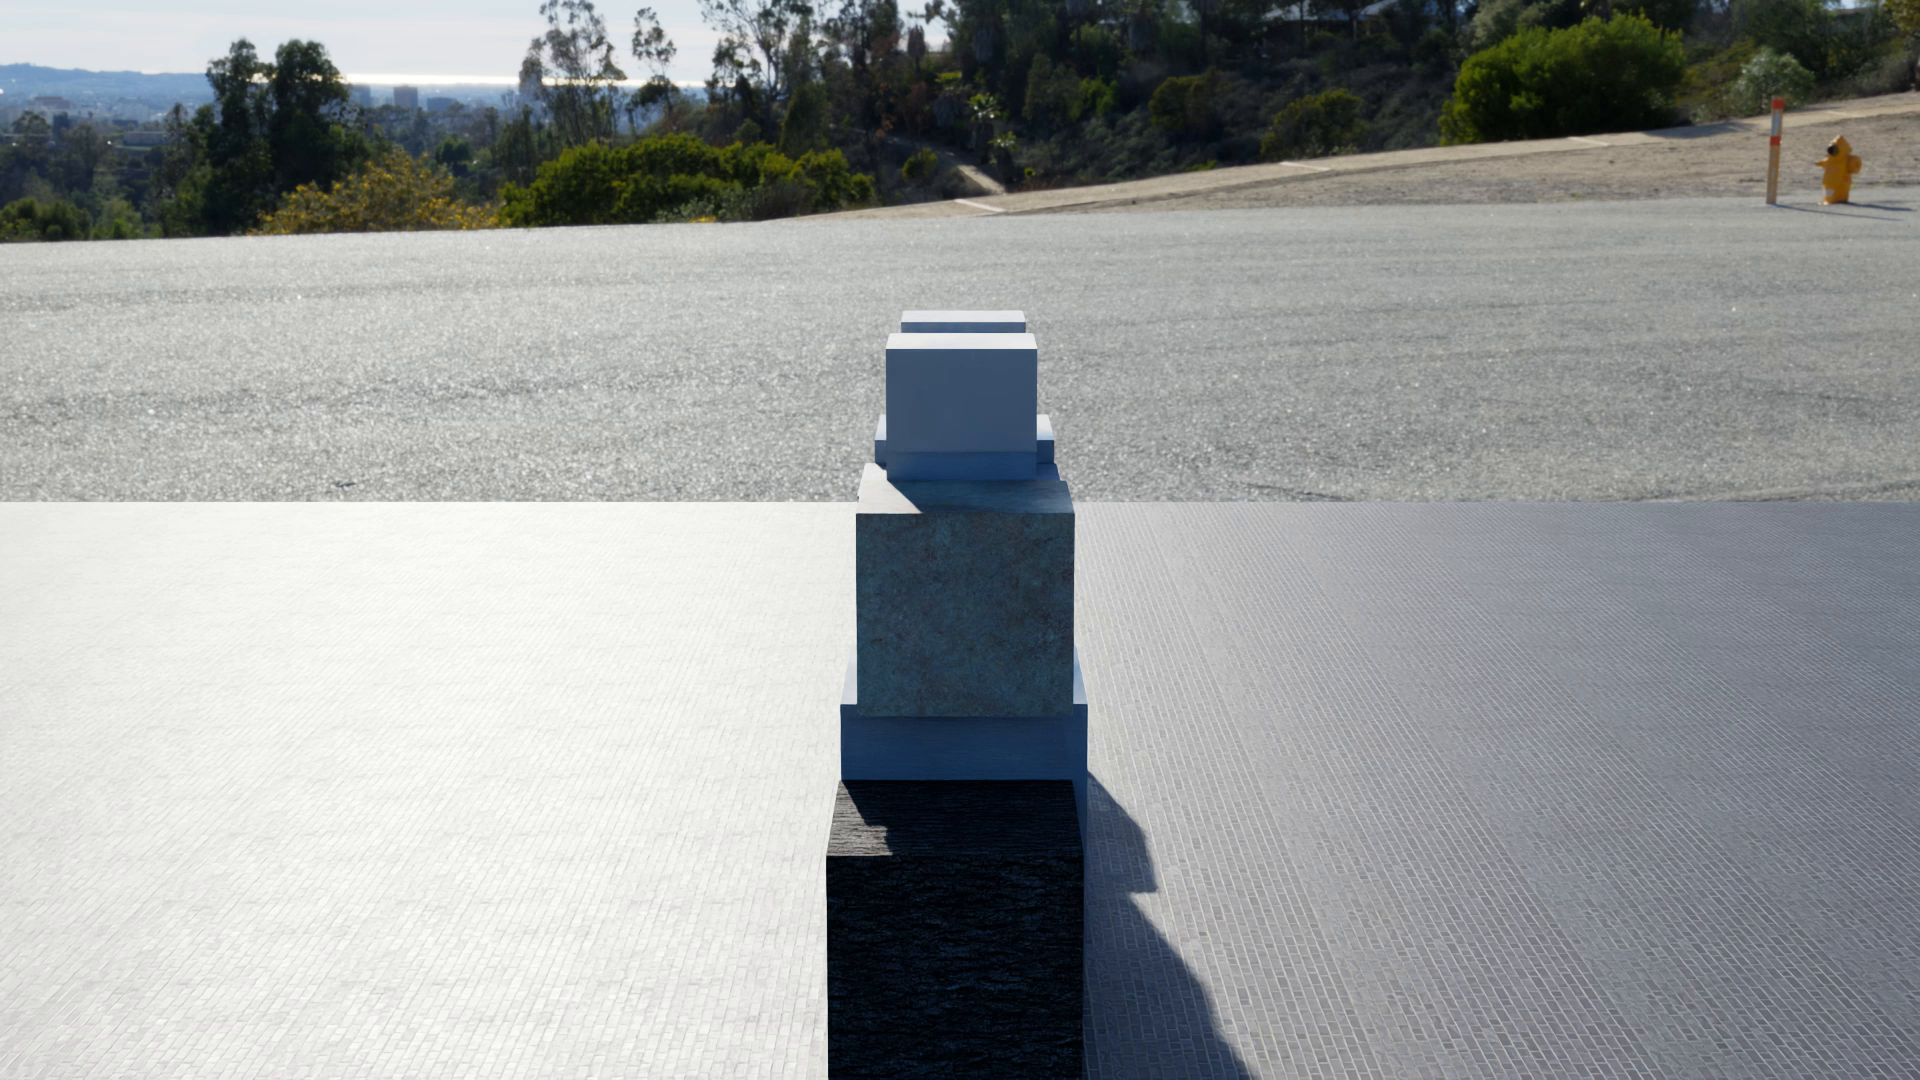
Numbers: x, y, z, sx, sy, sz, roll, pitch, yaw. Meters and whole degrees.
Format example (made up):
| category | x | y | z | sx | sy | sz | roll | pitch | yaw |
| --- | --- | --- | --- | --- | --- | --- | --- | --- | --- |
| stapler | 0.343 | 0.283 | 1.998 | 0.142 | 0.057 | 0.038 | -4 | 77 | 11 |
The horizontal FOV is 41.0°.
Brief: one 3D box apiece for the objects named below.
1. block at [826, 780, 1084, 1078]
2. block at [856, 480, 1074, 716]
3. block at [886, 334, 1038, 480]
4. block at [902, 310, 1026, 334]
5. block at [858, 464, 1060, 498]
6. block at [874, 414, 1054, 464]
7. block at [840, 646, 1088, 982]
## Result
| category | x | y | z | sx | sy | sz | roll | pitch | yaw |
| --- | --- | --- | --- | --- | --- | --- | --- | --- | --- |
| block | -0.018 | 1.416 | 9.490 | 0.900 | 0.819 | 0.967 | 0 | 10 | 0 |
| block | 0.020 | 0.213 | 9.972 | 0.814 | 0.776 | 0.771 | 0 | 10 | 0 |
| block | 0.006 | -0.525 | 10.557 | 0.603 | 0.592 | 0.613 | 0 | 10 | 0 |
| block | 0.015 | -0.766 | 11.600 | 0.549 | 0.493 | 0.552 | 0 | 10 | 0 |
| block | 0.004 | 0.095 | 10.797 | 0.831 | 0.713 | 0.875 | 0 | 10 | 0 |
| block | 0.019 | -0.074 | 11.652 | 0.782 | 0.887 | 0.847 | 0 | 10 | 0 |
| block | 0.016 | 1.088 | 10.454 | 0.951 | 1.119 | 1.027 | 0 | 10 | 0 |
